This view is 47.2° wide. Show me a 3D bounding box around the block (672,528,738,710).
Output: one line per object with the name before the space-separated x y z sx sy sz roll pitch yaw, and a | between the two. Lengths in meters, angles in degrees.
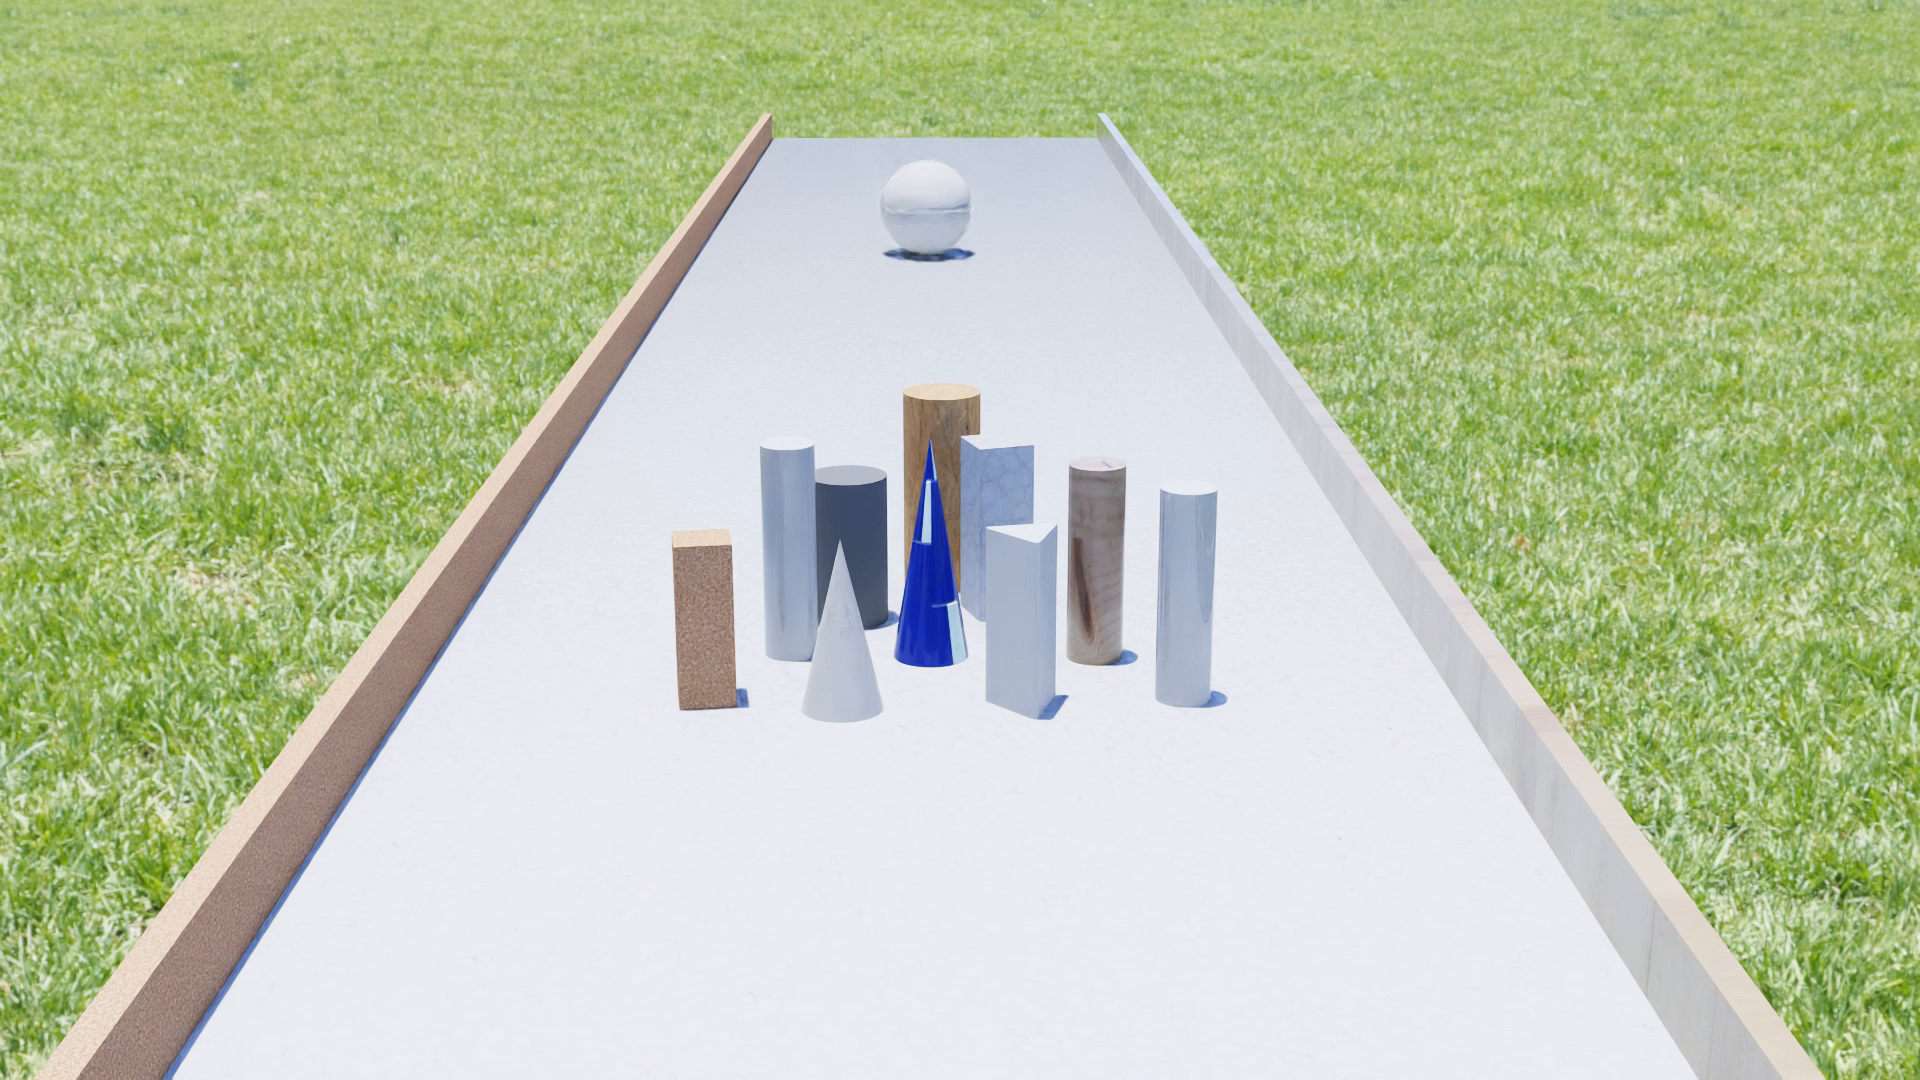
block | -0.484 0.150 4.159 0.108 0.322 0.108 -3 17 -9

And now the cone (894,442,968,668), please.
cone | -0.059 0.014 4.382 0.154 0.454 0.154 0 17 0

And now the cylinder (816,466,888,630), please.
cylinder | -0.234 0.015 4.625 0.165 0.314 0.165 0 17 0

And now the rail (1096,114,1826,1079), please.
rail | 0.932 -0.844 7.801 0.050 0.150 12.000 0 17 -1

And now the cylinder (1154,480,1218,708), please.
cylinder | 0.426 0.102 4.152 0.107 0.417 0.107 0 17 0

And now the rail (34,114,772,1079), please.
rail | -1.118 -0.838 7.780 0.050 0.150 12.000 0 17 -1

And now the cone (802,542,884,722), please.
cone | -0.222 0.158 4.112 0.158 0.333 0.158 0 17 0

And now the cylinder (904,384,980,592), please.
cylinder | -0.040 -0.115 4.848 0.169 0.436 0.169 0 17 0

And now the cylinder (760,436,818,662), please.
cylinder | -0.341 0.019 4.397 0.109 0.437 0.109 0 17 0

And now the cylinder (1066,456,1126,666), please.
cylinder | 0.271 0.042 4.381 0.114 0.401 0.114 0 17 0

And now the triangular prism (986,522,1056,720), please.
triangular prism | 0.138 0.144 4.138 0.117 0.344 0.136 -15 22 -41

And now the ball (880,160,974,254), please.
ball | -0.141 -1.397 9.236 0.393 0.393 0.393 0 17 0

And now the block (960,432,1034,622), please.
block | 0.078 -0.029 4.663 0.120 0.376 0.120 -6 18 -19
